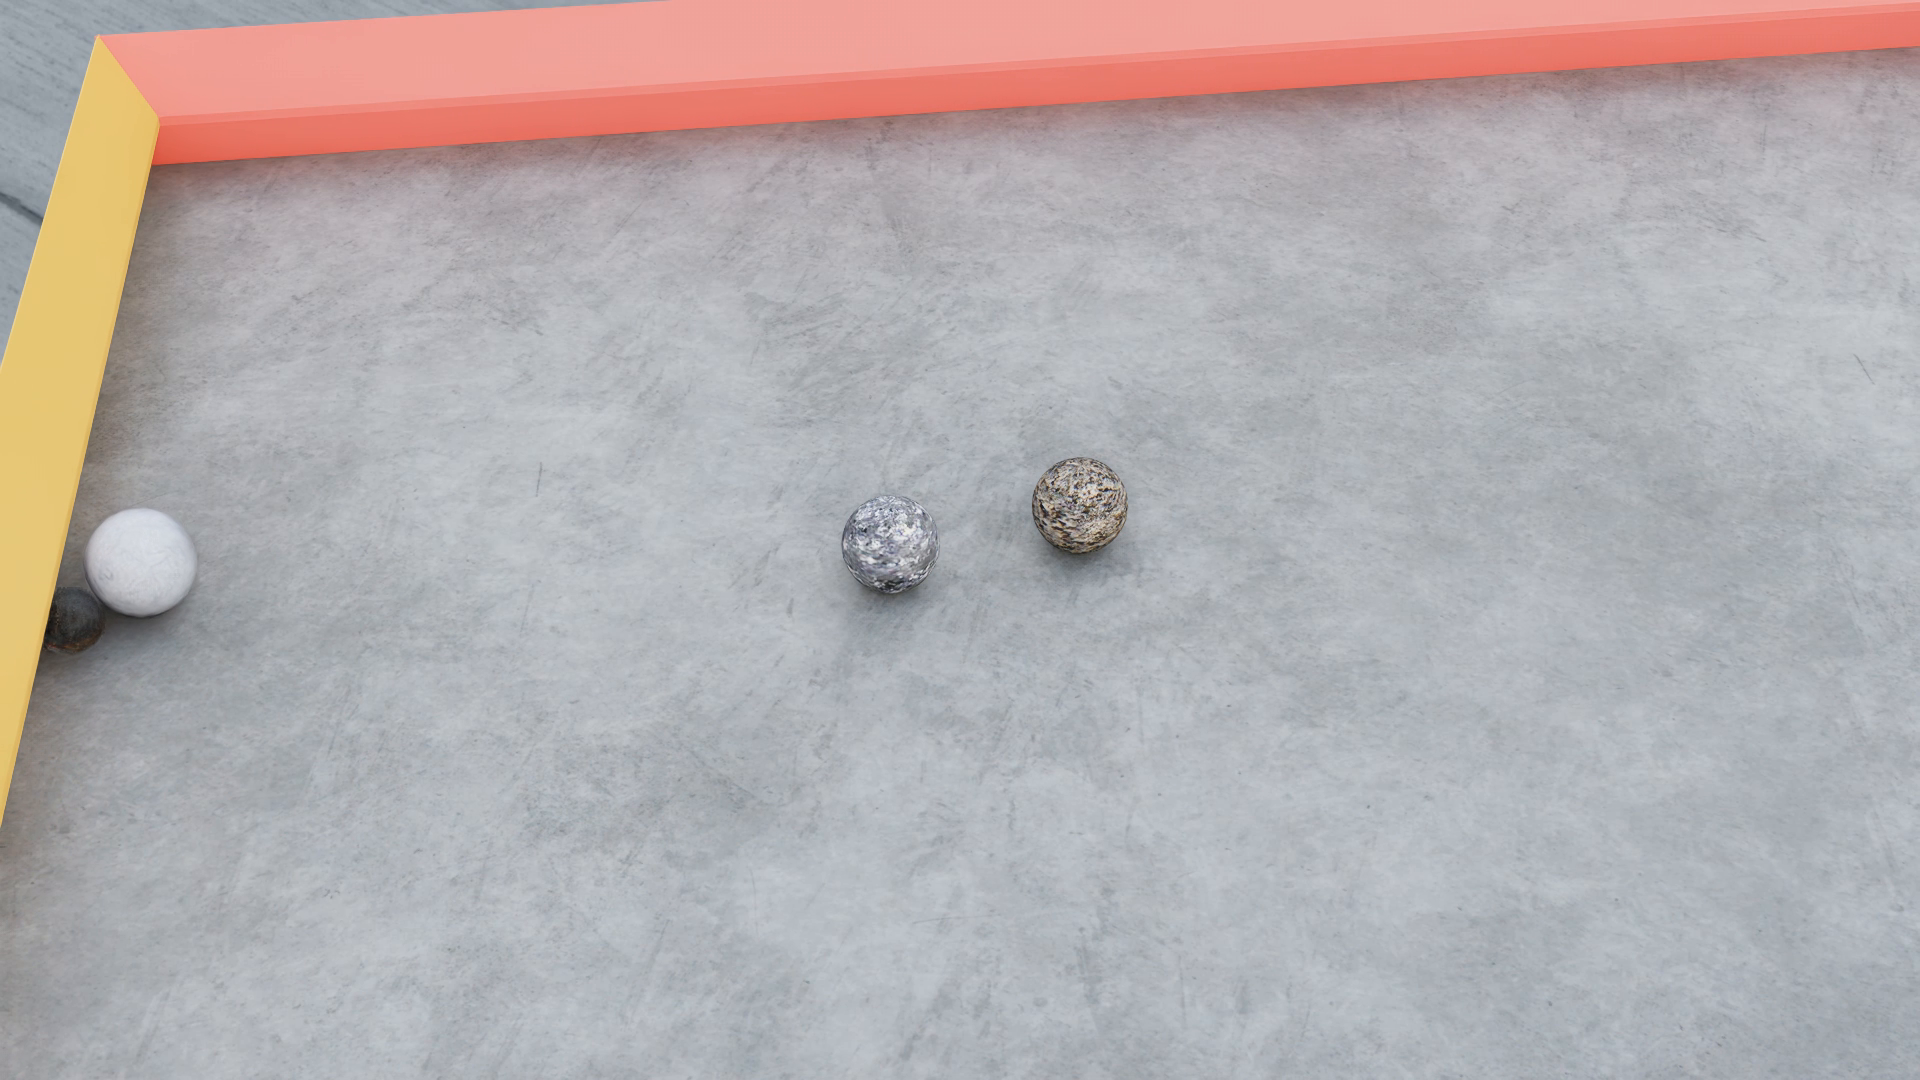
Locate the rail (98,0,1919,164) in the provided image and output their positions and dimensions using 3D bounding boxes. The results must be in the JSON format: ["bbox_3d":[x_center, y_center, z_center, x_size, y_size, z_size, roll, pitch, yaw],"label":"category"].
[{"bbox_3d":[0.520,-0.470,2.322,2.512,0.121,0.045,-5,36,-7],"label":"rail"}]

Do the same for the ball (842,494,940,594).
[{"bbox_3d":[-0.046,0.003,1.711,0.066,0.066,0.066,0,36,0],"label":"ball"}]

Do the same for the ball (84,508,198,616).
[{"bbox_3d":[-0.539,0.015,1.689,0.072,0.072,0.072,0,36,0],"label":"ball"}]

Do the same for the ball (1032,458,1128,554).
[{"bbox_3d":[0.082,-0.023,1.748,0.066,0.066,0.066,0,36,0],"label":"ball"}]

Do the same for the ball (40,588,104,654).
[{"bbox_3d":[-0.577,0.053,1.661,0.043,0.043,0.043,0,36,0],"label":"ball"}]

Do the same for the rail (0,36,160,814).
[{"bbox_3d":[-0.598,0.028,1.627,0.045,0.121,1.404,-5,36,-7],"label":"rail"}]
